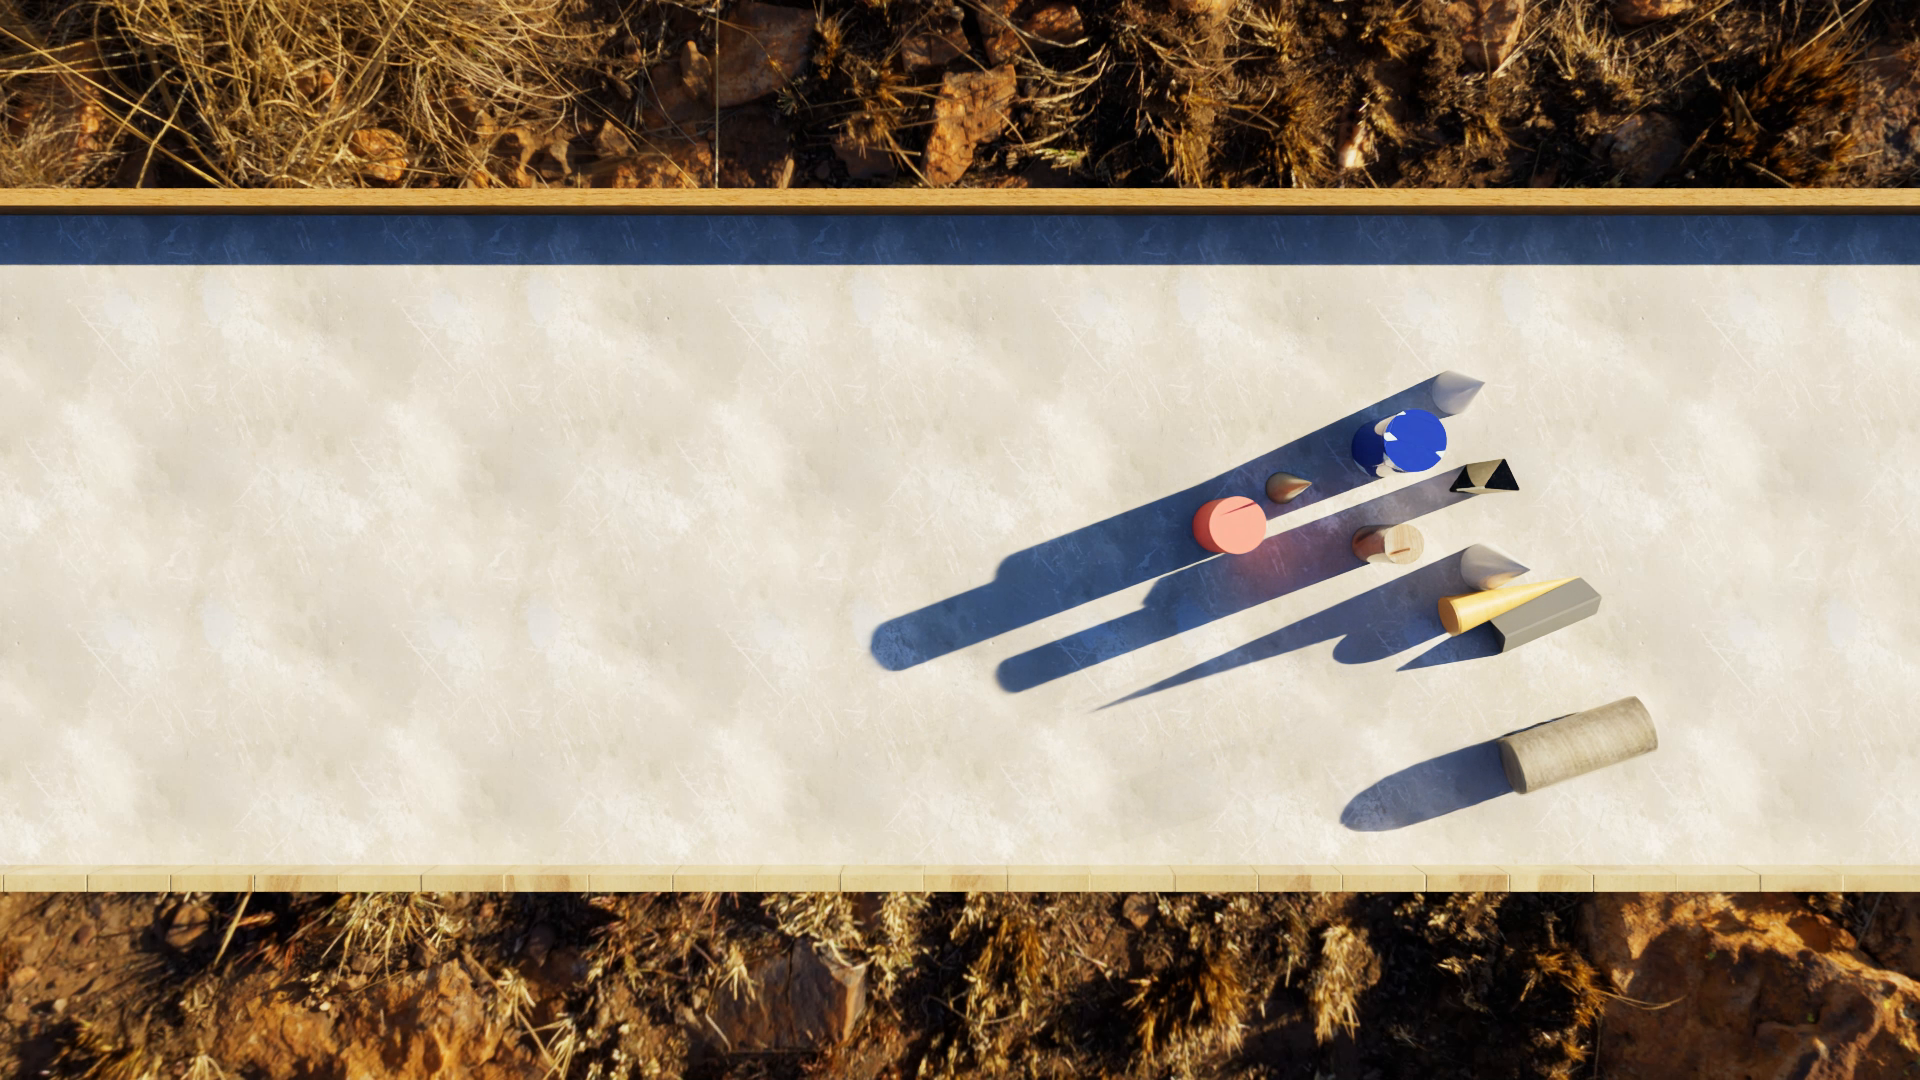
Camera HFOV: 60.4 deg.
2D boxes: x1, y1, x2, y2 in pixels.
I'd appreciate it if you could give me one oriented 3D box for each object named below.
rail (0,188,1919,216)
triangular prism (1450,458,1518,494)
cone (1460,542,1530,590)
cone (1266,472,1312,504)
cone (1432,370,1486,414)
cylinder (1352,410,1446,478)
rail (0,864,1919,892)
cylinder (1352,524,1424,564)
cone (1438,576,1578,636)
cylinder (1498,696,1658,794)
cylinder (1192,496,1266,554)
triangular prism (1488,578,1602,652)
[{"bbox_3d":[-2.247,-1.025,5.002,12.000,0.150,0.050,0,90,0],"label":"rail"},{"bbox_3d":[1.560,-0.191,4.907,0.101,0.339,0.088,4,90,0],"label":"triangular prism"},{"bbox_3d":[1.611,0.083,4.855,0.152,0.440,0.152,0,90,1],"label":"cone"},{"bbox_3d":[0.990,-0.160,4.853,0.101,0.447,0.101,0,90,0],"label":"cone"},{"bbox_3d":[1.521,-0.456,4.924,0.140,0.304,0.140,0,90,0],"label":"cone"},{"bbox_3d":[1.294,-0.282,4.881,0.179,0.392,0.179,0,90,0],"label":"cylinder"},{"bbox_3d":[-2.247,1.025,5.001,12.000,0.150,0.050,0,90,0],"label":"rail"},{"bbox_3d":[1.262,0.012,4.881,0.116,0.391,0.116,0,90,0],"label":"cylinder"},{"bbox_3d":[1.698,0.172,5.045,0.448,0.125,0.125,-16,90,-8],"label":"cone"},{"bbox_3d":[1.865,0.620,4.988,0.420,0.177,0.177,-18,90,0],"label":"cylinder"},{"bbox_3d":[0.796,-0.043,4.899,0.164,0.355,0.164,0,90,0],"label":"cylinder"},{"bbox_3d":[1.788,0.231,5.021,0.314,0.105,0.122,-23,90,0],"label":"triangular prism"}]
